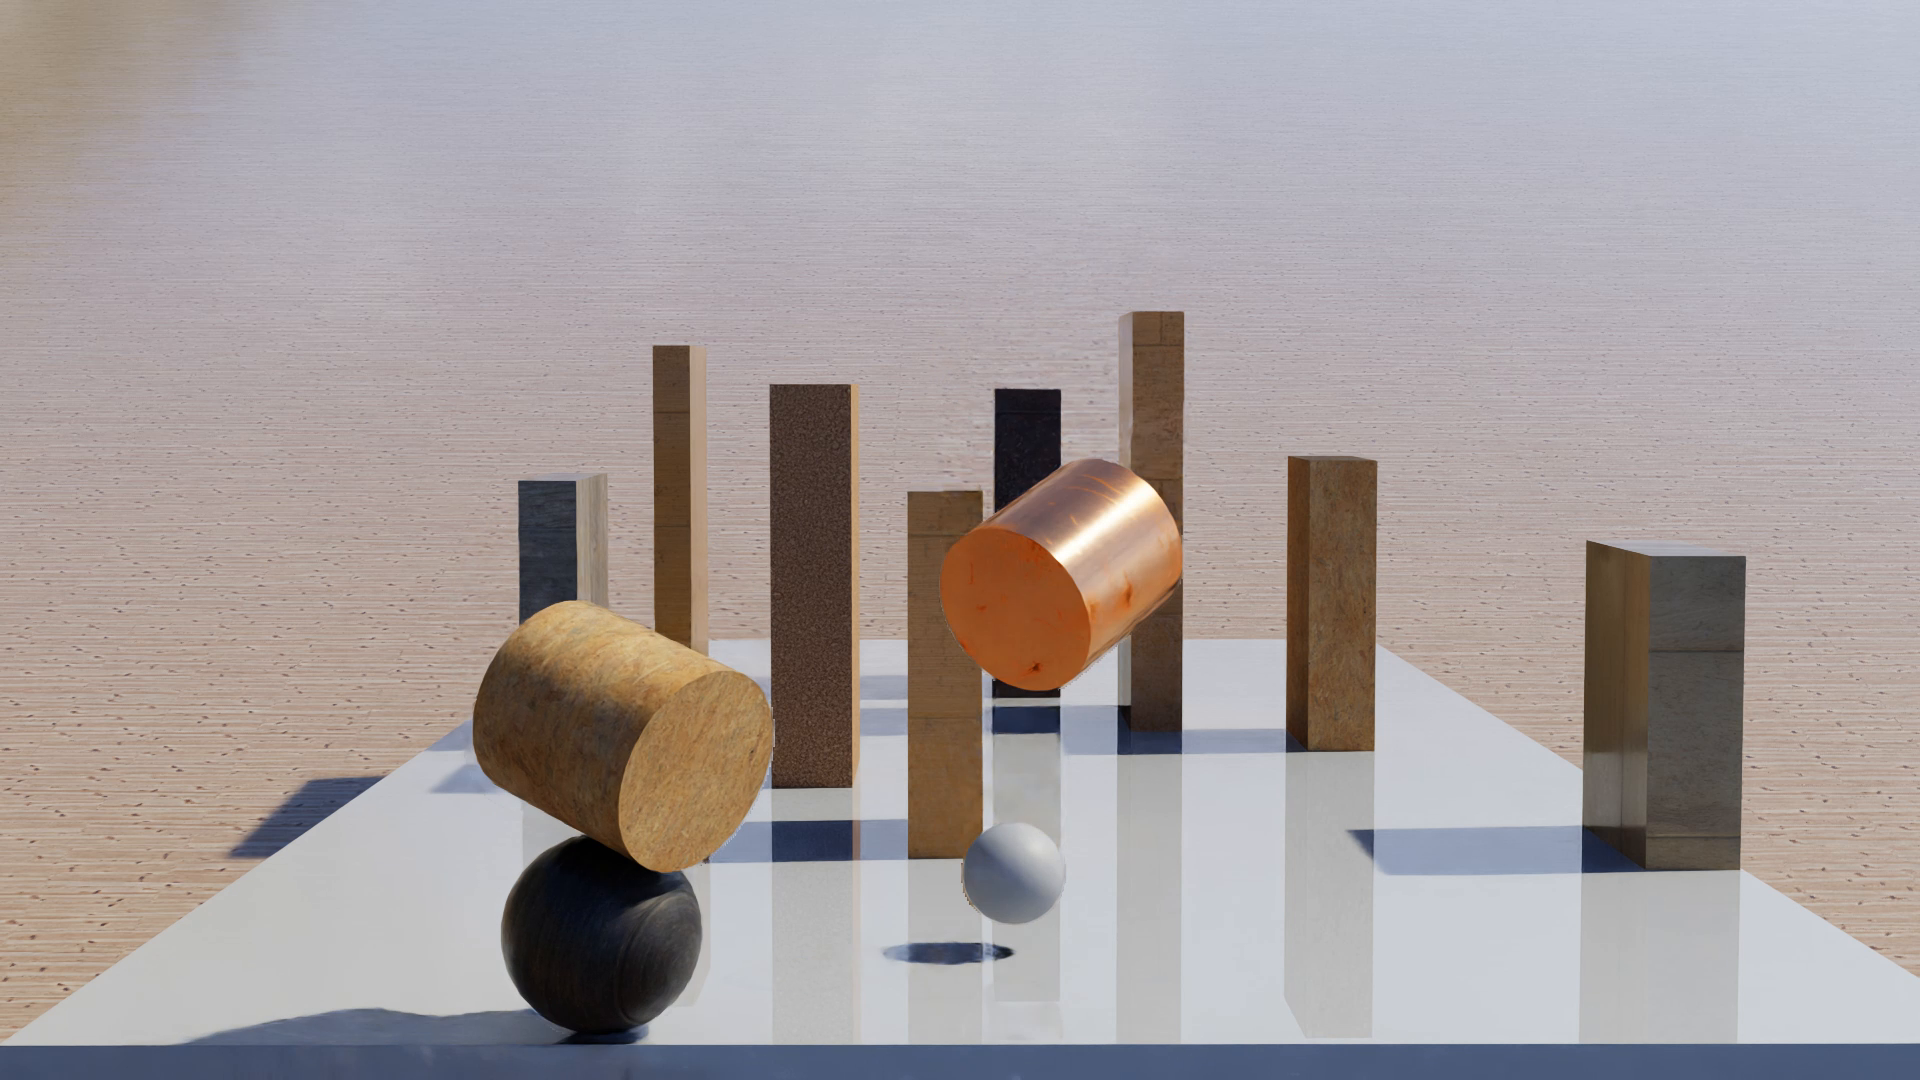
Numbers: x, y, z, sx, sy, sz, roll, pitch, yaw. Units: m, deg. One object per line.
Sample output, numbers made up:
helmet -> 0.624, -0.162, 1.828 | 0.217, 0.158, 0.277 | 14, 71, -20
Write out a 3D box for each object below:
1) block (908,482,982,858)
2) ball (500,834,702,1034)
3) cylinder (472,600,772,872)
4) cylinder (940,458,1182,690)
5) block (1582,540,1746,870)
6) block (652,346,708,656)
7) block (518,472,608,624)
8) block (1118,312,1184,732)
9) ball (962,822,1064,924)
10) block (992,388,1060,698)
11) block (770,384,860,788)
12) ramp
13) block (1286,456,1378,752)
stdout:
block -> -0.021, 0.176, 3.670 | 0.102, 0.504, 0.321 | 0, 4, 0
ball -> -0.360, 0.395, 2.579 | 0.201, 0.201, 0.201 | 0, 20, 0
cylinder -> -0.334, 0.192, 2.547 | 0.209, 0.209, 0.209 | 22, 29, 34
cylinder -> 0.091, 0.030, 2.289 | 0.157, 0.157, 0.157 | 13, 32, 32
block -> 0.981, 0.221, 3.598 | 0.127, 0.421, 0.348 | 0, 4, 0
block -> -0.633, -0.072, 5.835 | 0.081, 0.734, 0.378 | 0, 4, 0
block -> -0.732, 0.122, 4.767 | 0.103, 0.479, 0.407 | 0, 4, 0
block -> 0.367, -0.045, 4.979 | 0.096, 0.784, 0.397 | 0, 4, 0
ball -> 0.062, 0.382, 2.944 | 0.117, 0.117, 0.117 | 0, 20, 0
block -> 0.140, -0.005, 5.523 | 0.135, 0.638, 0.437 | 0, 4, 0
block -> -0.239, 0.065, 4.285 | 0.131, 0.650, 0.331 | 0, 4, 0
ramp -> 0.047, 0.425, 4.533 | 2.000, 0.100, 4.000 | 0, 4, 0
block -> 0.675, 0.108, 4.681 | 0.118, 0.515, 0.301 | 0, 4, 0
